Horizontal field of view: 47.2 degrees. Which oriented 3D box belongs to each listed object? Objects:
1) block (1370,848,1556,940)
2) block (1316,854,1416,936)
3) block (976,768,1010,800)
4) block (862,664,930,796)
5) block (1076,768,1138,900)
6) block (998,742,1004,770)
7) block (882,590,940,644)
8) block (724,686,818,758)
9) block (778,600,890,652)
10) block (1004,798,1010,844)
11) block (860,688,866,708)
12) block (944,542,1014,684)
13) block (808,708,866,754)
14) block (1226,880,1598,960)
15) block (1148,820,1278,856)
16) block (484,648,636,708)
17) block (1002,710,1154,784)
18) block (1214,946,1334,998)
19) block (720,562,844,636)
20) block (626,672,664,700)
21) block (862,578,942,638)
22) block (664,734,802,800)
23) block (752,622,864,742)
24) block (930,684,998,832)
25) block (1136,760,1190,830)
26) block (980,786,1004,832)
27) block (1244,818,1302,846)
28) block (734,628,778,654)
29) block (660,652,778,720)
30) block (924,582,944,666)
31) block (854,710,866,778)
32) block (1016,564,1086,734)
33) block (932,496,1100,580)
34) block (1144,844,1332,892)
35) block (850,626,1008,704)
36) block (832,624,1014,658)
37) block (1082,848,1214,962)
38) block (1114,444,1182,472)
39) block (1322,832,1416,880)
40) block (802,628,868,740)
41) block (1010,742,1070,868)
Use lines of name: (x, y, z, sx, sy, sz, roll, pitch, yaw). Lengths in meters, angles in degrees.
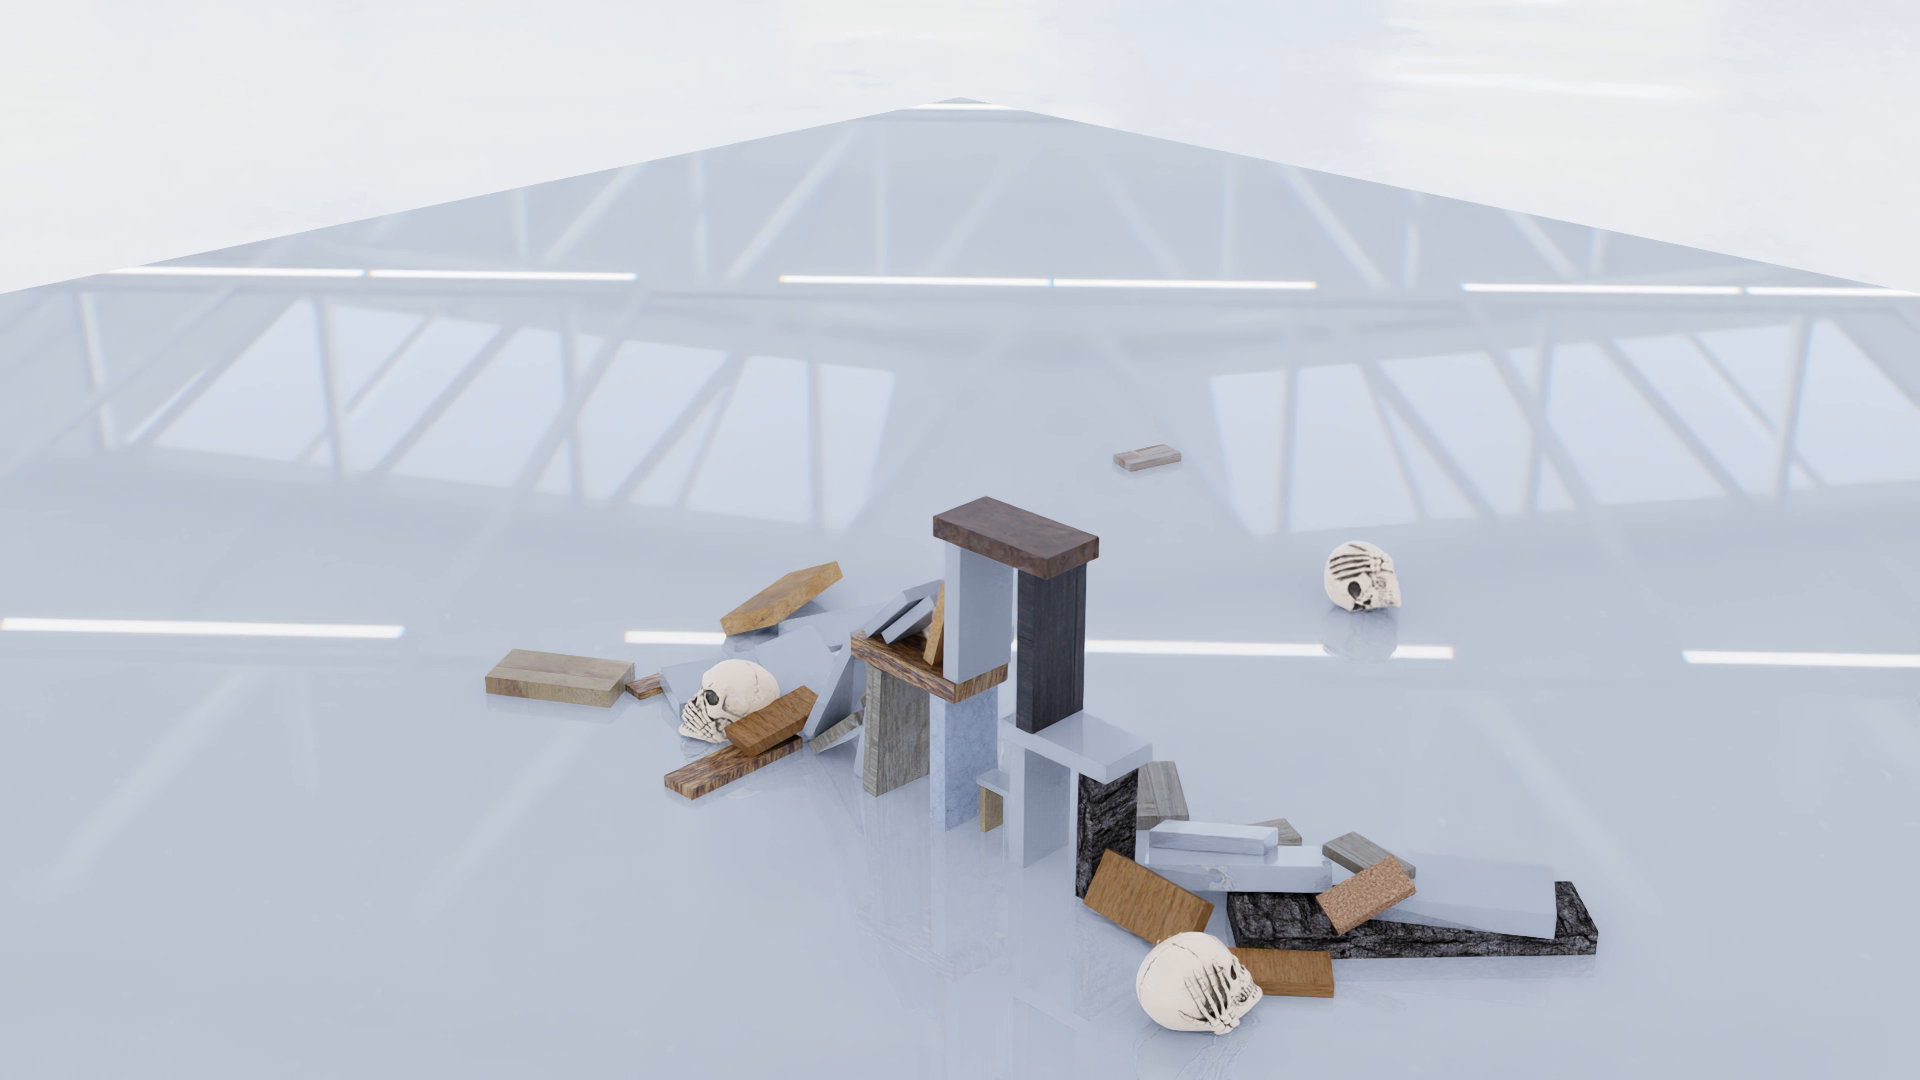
block: (0.915, 0.647, 4.047, 0.345, 0.049, 0.172, 5, 23, 11)
block: (0.734, 0.641, 3.977, 0.160, 0.023, 0.080, -29, 47, -1)
block: (0.087, 0.483, 4.341, 0.103, 0.015, 0.051, 21, 31, 41)
block: (-0.124, 0.368, 4.509, 0.149, 0.298, 0.042, -20, 34, -38)
block: (0.278, 0.538, 4.152, 0.038, 0.265, 0.133, 20, 30, 38)
block: (0.000, 0.453, 4.661, 0.175, 0.025, 0.087, 3, 23, 7)
block: (-0.068, 0.145, 4.352, 0.095, 0.027, 0.191, -21, -12, -40)
block: (-0.388, 0.386, 4.691, 0.204, 0.029, 0.102, -28, 35, -25)
block: (-0.260, 0.219, 5.169, 0.298, 0.042, 0.149, -10, 30, -24)
block: (0.111, 0.546, 4.341, 0.015, 0.103, 0.051, 21, 31, 41)
block: (-0.225, 0.322, 4.857, 0.202, 0.029, 0.101, -38, 45, -22)
block: (0.036, 0.120, 4.236, 0.145, 0.290, 0.041, -21, 32, -40)
block: (-0.229, 0.394, 4.638, 0.101, 0.029, 0.202, -20, -10, -38)
block: (0.826, 0.700, 4.049, 0.648, 0.049, 0.172, -1, 23, -2)
block: (0.489, 0.573, 4.235, 0.225, 0.032, 0.112, 1, 5, 22)
block: (-0.903, 0.311, 4.973, 0.298, 0.042, 0.149, 6, 24, 13)
block: (0.219, 0.376, 4.147, 0.265, 0.038, 0.133, 21, 31, 40)
block: (0.558, 0.769, 3.912, 0.204, 0.029, 0.102, 2, 23, 4)
block: (-0.428, 0.140, 5.301, 0.154, 0.044, 0.309, -14, 13, 34)
block: (-0.688, 0.326, 4.970, 0.121, 0.017, 0.061, -18, 29, -36)
block: (-0.111, 0.136, 4.372, 0.095, 0.027, 0.191, -17, -14, -34)
block: (-0.474, 0.466, 4.630, 0.087, 0.025, 0.309, 20, 30, 39)
block: (-0.336, 0.311, 4.845, 0.149, 0.042, 0.298, -23, 41, -12)
block: (0.008, 0.420, 4.390, 0.149, 0.298, 0.042, -21, 31, -41)
block: (0.396, 0.521, 4.493, 0.113, 0.032, 0.225, -1, 23, -2)
block: (0.063, 0.528, 4.386, 0.015, 0.103, 0.051, 21, 31, 41)
block: (0.585, 0.590, 4.341, 0.160, 0.023, 0.080, -7, 24, -16)
block: (-0.467, 0.242, 5.168, 0.061, 0.017, 0.122, 17, 28, 34)
block: (-0.503, 0.317, 4.934, 0.309, 0.044, 0.154, -10, 32, -21)
block: (-0.010, 0.150, 4.291, 0.095, 0.191, 0.027, -21, 47, -40)
block: (-0.160, 0.395, 4.570, 0.101, 0.202, 0.029, -20, 45, -38)
block: (0.171, 0.189, 4.121, 0.041, 0.327, 0.145, 21, 31, 40)
block: (0.103, -0.006, 4.110, 0.290, 0.041, 0.145, 21, 31, 40)
block: (0.524, 0.619, 4.154, 0.345, 0.049, 0.172, 0, 5, 6)
block: (-0.063, 0.235, 4.387, 0.149, 0.042, 0.298, -21, 31, -40)
block: (-0.085, 0.249, 5.074, 0.419, 0.044, 0.154, -18, 29, -36)
block: (0.344, 0.669, 4.040, 0.251, 0.112, 0.032, 24, 1, 44)
block: (0.535, -0.235, 6.284, 0.175, 0.025, 0.087, -13, 26, -27)
block: (0.758, 0.595, 4.080, 0.080, 0.023, 0.160, -16, 28, -33)
block: (-0.235, 0.293, 4.592, 0.102, 0.317, 0.029, -19, 58, -40)
block: (0.156, 0.491, 4.264, 0.038, 0.266, 0.133, 21, 31, 40)
